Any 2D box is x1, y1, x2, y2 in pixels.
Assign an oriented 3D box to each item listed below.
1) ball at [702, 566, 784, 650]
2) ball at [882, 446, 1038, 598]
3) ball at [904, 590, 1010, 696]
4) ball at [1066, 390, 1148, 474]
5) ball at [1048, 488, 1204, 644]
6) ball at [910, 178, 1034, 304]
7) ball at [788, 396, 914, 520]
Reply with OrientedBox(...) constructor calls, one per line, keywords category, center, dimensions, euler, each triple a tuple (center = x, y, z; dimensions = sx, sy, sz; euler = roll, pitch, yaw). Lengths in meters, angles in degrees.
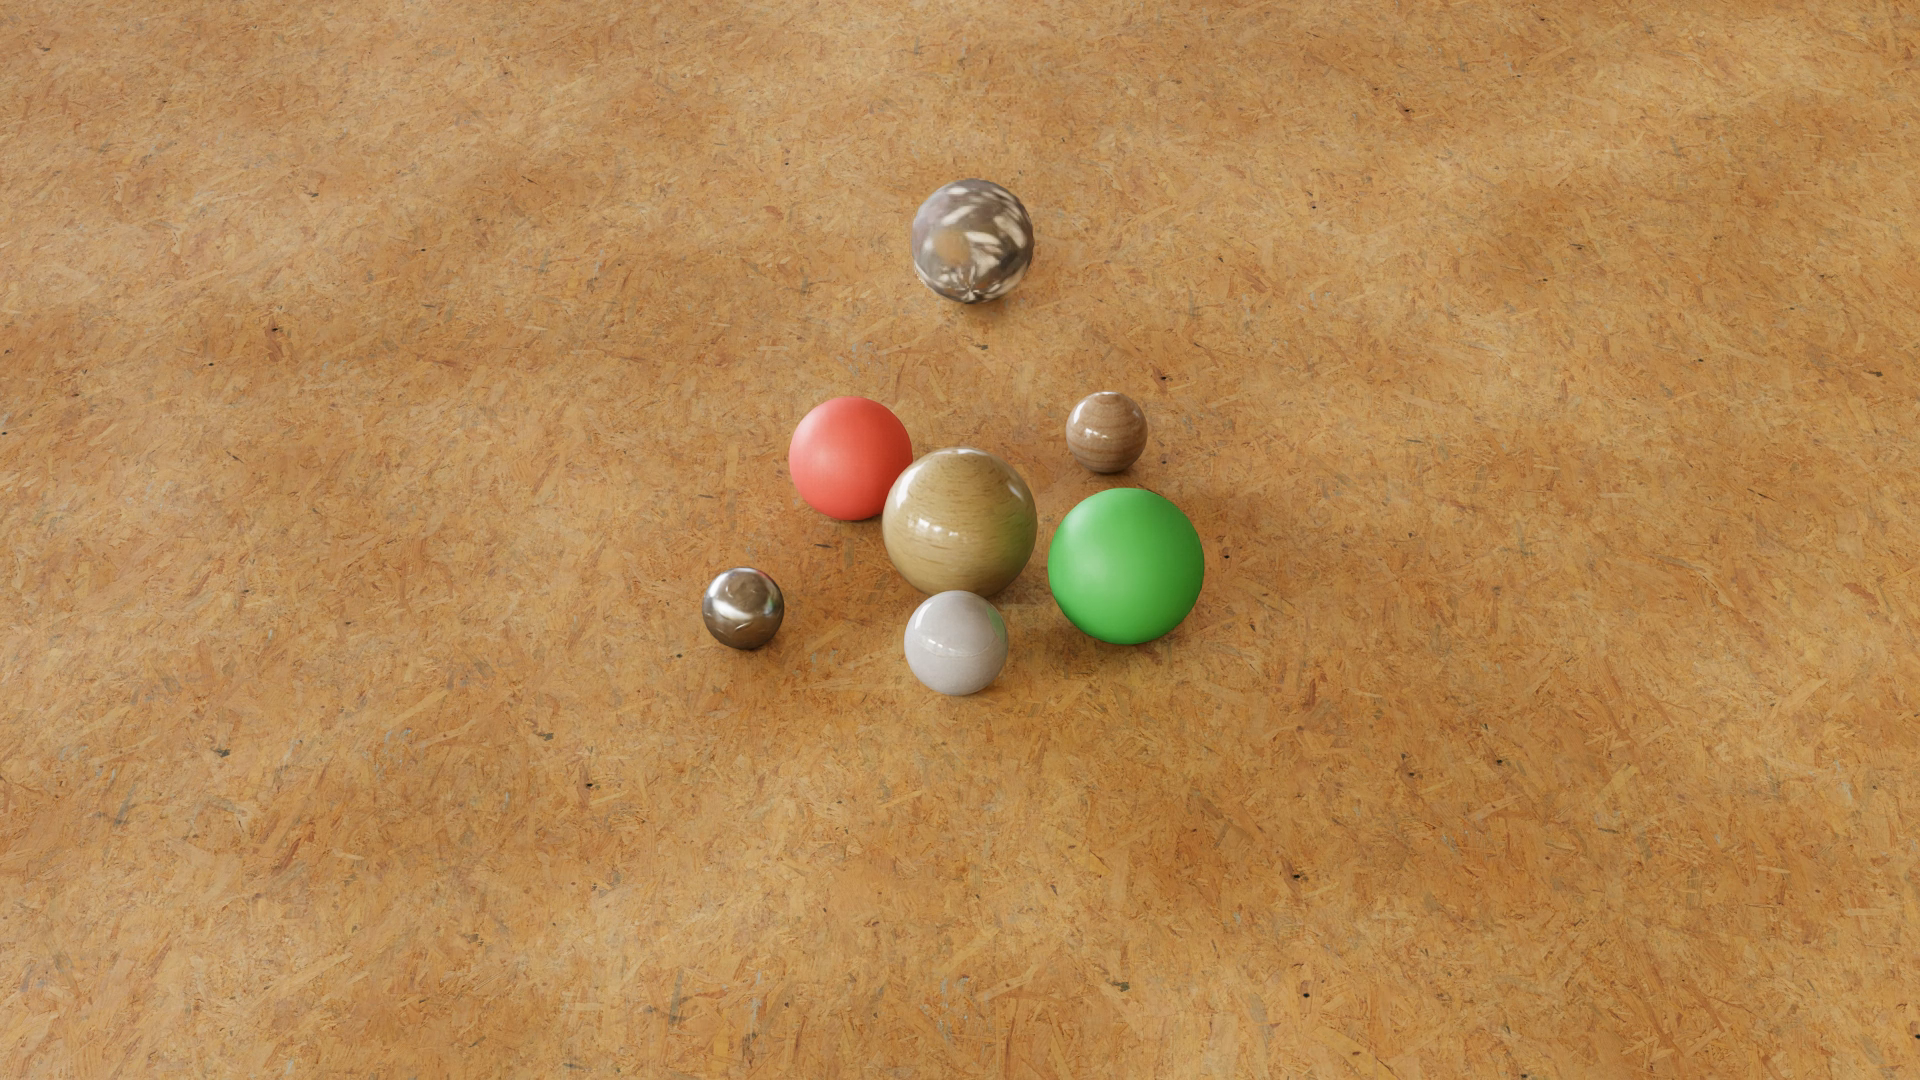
OrientedBox(category="ball", center=(-0.113, 0.035, 1.531), dimensions=(0.043, 0.043, 0.043), euler=(0, 32, 0))
OrientedBox(category="ball", center=(0.000, -0.008, 1.563), dimensions=(0.083, 0.083, 0.083), euler=(0, 32, 0))
OrientedBox(category="ball", center=(-0.002, 0.052, 1.495), dimensions=(0.054, 0.054, 0.054), euler=(0, 32, 0))
OrientedBox(category="ball", center=(0.084, -0.062, 1.682), dimensions=(0.047, 0.047, 0.047), euler=(0, 32, 0))
OrientedBox(category="ball", center=(0.086, 0.014, 1.530), dimensions=(0.082, 0.082, 0.082), euler=(0, 32, 0))
OrientedBox(category="ball", center=(0.008, -0.188, 1.854), dimensions=(0.079, 0.079, 0.079), euler=(0, 32, 0))
OrientedBox(category="ball", center=(-0.061, -0.045, 1.635), dimensions=(0.069, 0.069, 0.069), euler=(0, 32, 0))
